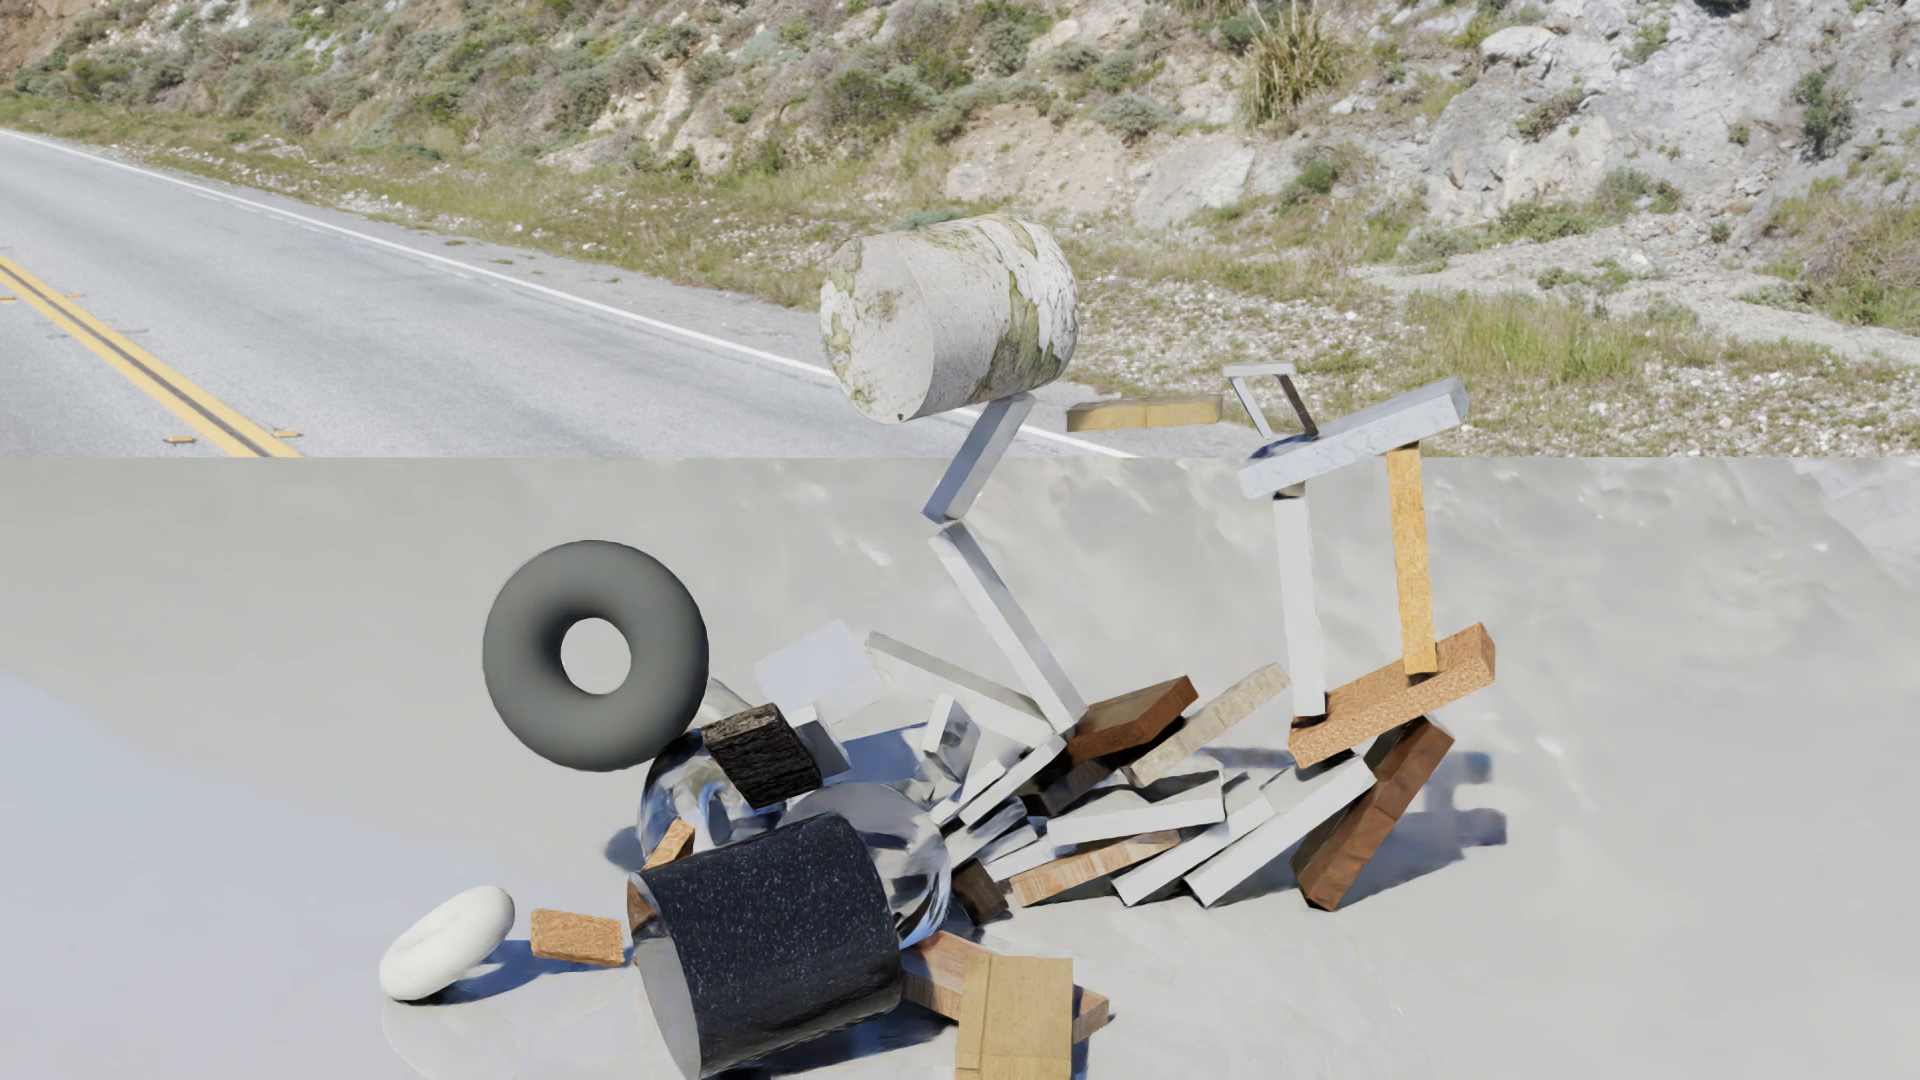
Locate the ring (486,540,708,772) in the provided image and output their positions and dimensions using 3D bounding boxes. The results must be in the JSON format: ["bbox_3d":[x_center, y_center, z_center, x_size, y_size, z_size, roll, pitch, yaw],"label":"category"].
[{"bbox_3d":[-0.576,0.185,3.480,0.370,0.370,0.123,2,5,10],"label":"ring"}]

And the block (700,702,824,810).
[{"bbox_3d":[-0.290,0.321,3.242,0.113,0.032,0.226,-19,-34,4],"label":"block"}]

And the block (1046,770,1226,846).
[{"bbox_3d":[0.290,0.442,3.629,0.286,0.041,0.143,-10,11,7],"label":"block"}]

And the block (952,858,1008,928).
[{"bbox_3d":[0.026,0.571,3.568,0.064,0.018,0.129,-30,31,-7],"label":"block"}]

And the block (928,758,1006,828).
[{"bbox_3d":[-0.006,0.434,3.642,0.190,0.027,0.095,-38,-8,-4],"label":"block"}]

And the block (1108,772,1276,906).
[{"bbox_3d":[0.378,0.496,3.662,0.286,0.041,0.143,-32,11,1],"label":"block"}]

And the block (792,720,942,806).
[{"bbox_3d":[-0.243,0.421,3.777,0.545,0.048,0.169,-17,24,36],"label":"block"}]

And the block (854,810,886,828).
[{"bbox_3d":[-0.158,0.466,4.003,0.056,0.113,0.016,5,7,-34],"label":"block"}]

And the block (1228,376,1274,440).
[{"bbox_3d":[0.466,-0.213,3.519,0.015,0.109,0.054,-30,9,5],"label":"block"}]

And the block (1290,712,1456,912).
[{"bbox_3d":[0.678,0.434,3.638,0.049,0.347,0.174,33,8,-7],"label":"block"}]

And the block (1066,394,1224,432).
[{"bbox_3d":[0.303,-0.208,3.592,0.242,0.034,0.121,-3,9,13],"label":"block"}]

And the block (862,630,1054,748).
[{"bbox_3d":[-0.007,0.252,3.697,0.338,0.048,0.169,23,6,-4],"label":"block"}]

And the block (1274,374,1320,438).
[{"bbox_3d":[0.538,-0.217,3.517,0.015,0.109,0.054,-30,9,5],"label":"block"}]

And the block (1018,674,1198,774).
[{"bbox_3d":[0.246,0.310,3.659,0.295,0.042,0.148,-23,10,48],"label":"block"}]

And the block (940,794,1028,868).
[{"bbox_3d":[0.003,0.492,3.639,0.211,0.030,0.105,-34,14,-20],"label":"block"}]

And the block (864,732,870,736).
[{"bbox_3d":[-0.167,0.429,4.200,0.056,0.112,0.016,12,0,-5],"label":"block"}]

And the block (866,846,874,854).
[{"bbox_3d":[-0.239,0.557,3.776,0.185,0.026,0.093,-1,11,-6],"label":"block"}]

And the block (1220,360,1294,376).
[{"bbox_3d":[0.473,-0.274,3.508,0.109,0.015,0.054,-3,10,0],"label":"block"}]

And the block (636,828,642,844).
[{"bbox_3d":[-0.479,0.450,3.684,0.141,0.020,0.071,-36,15,14],"label":"block"}]

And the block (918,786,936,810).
[{"bbox_3d":[-0.093,0.471,3.696,0.026,0.093,0.378,21,19,7],"label":"block"}]

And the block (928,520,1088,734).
[{"bbox_3d":[0.082,0.143,3.654,0.034,0.384,0.121,-34,-1,15],"label":"block"}]

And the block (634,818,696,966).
[{"bbox_3d":[-0.440,0.529,3.268,0.032,0.226,0.113,21,44,10],"label":"block"}]

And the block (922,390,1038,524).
[{"bbox_3d":[0.033,-0.140,3.639,0.034,0.242,0.121,36,18,14],"label":"block"}]

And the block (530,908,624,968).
[{"bbox_3d":[-0.578,0.601,3.322,0.141,0.071,0.020,15,-43,-31],"label":"block"}]

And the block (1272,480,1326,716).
[{"bbox_3d":[0.563,0.094,3.639,0.051,0.358,0.179,-5,10,11],"label":"block"}]

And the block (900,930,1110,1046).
[{"bbox_3d":[0.047,0.647,3.143,0.297,0.042,0.149,16,18,33],"label":"block"}]

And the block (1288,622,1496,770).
[{"bbox_3d":[0.712,0.256,3.626,0.347,0.049,0.174,-28,8,19],"label":"block"}]

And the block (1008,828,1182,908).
[{"bbox_3d":[0.219,0.518,3.665,0.286,0.041,0.143,-22,11,0],"label":"block"}]

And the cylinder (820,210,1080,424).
[{"bbox_3d":[-0.017,-0.350,3.427,0.287,0.287,0.287,-16,18,-36],"label":"cylinder"}]

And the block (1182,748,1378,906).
[{"bbox_3d":[0.517,0.465,3.665,0.347,0.049,0.174,-36,10,-1],"label":"block"}]

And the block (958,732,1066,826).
[{"bbox_3d":[0.086,0.389,3.578,0.190,0.027,0.095,-40,-4,15],"label":"block"}]

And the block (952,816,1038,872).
[{"bbox_3d":[0.020,0.520,3.683,0.211,0.030,0.105,-25,10,-6],"label":"block"}]

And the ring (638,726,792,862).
[{"bbox_3d":[-0.383,0.454,3.497,0.107,0.322,0.322,-14,1,33],"label":"ring"}]

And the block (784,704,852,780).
[{"bbox_3d":[-0.234,0.313,3.313,0.093,0.026,0.185,-20,-32,4],"label":"block"}]

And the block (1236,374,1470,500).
[{"bbox_3d":[0.636,-0.166,3.551,0.358,0.051,0.179,-20,7,21],"label":"block"}]

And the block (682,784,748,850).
[{"bbox_3d":[-0.411,0.493,3.728,0.188,0.071,0.020,51,11,27],"label":"block"}]

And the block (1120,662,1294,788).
[{"bbox_3d":[0.401,0.305,3.617,0.295,0.042,0.148,-34,-3,-7],"label":"block"}]

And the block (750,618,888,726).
[{"bbox_3d":[-0.230,0.223,3.512,0.169,0.048,0.338,-28,16,-6],"label":"block"}]

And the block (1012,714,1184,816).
[{"bbox_3d":[0.224,0.366,3.698,0.295,0.042,0.148,-33,7,-23],"label":"block"}]

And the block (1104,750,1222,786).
[{"bbox_3d":[0.390,0.451,4.329,0.226,0.032,0.113,-4,11,-19],"label":"block"}]

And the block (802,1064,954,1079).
[{"bbox_3d":[-0.048,0.726,2.819,0.297,0.042,0.148,-2,11,-8],"label":"block"}]

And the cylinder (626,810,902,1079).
[{"bbox_3d":[-0.268,0.547,2.982,0.287,0.287,0.287,-15,16,-22],"label":"cylinder"}]

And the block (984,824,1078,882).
[{"bbox_3d":[0.090,0.527,3.678,0.211,0.030,0.105,-21,10,3],"label":"block"}]

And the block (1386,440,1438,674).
[{"bbox_3d":[0.729,0.019,3.552,0.051,0.358,0.179,-5,10,12],"label":"block"}]

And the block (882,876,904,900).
[{"bbox_3d":[-0.160,0.581,3.665,0.129,0.018,0.064,-1,11,-5],"label":"block"}]

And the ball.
[{"bbox_3d":[-0.156,0.509,3.310,0.290,0.290,0.290,0,11,0],"label":"ball"}]

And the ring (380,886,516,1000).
[{"bbox_3d":[-0.757,0.594,3.248,0.224,0.075,0.224,-32,11,7],"label":"ring"}]

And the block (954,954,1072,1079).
[{"bbox_3d":[0.076,0.646,2.967,0.148,0.042,0.297,2,15,3],"label":"block"}]

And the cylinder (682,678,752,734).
[{"bbox_3d":[-0.471,0.370,4.343,0.137,0.137,0.137,36,26,22],"label":"cylinder"}]

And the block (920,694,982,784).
[{"bbox_3d":[-0.014,0.324,3.568,0.027,0.095,0.190,13,-18,19],"label":"block"}]
